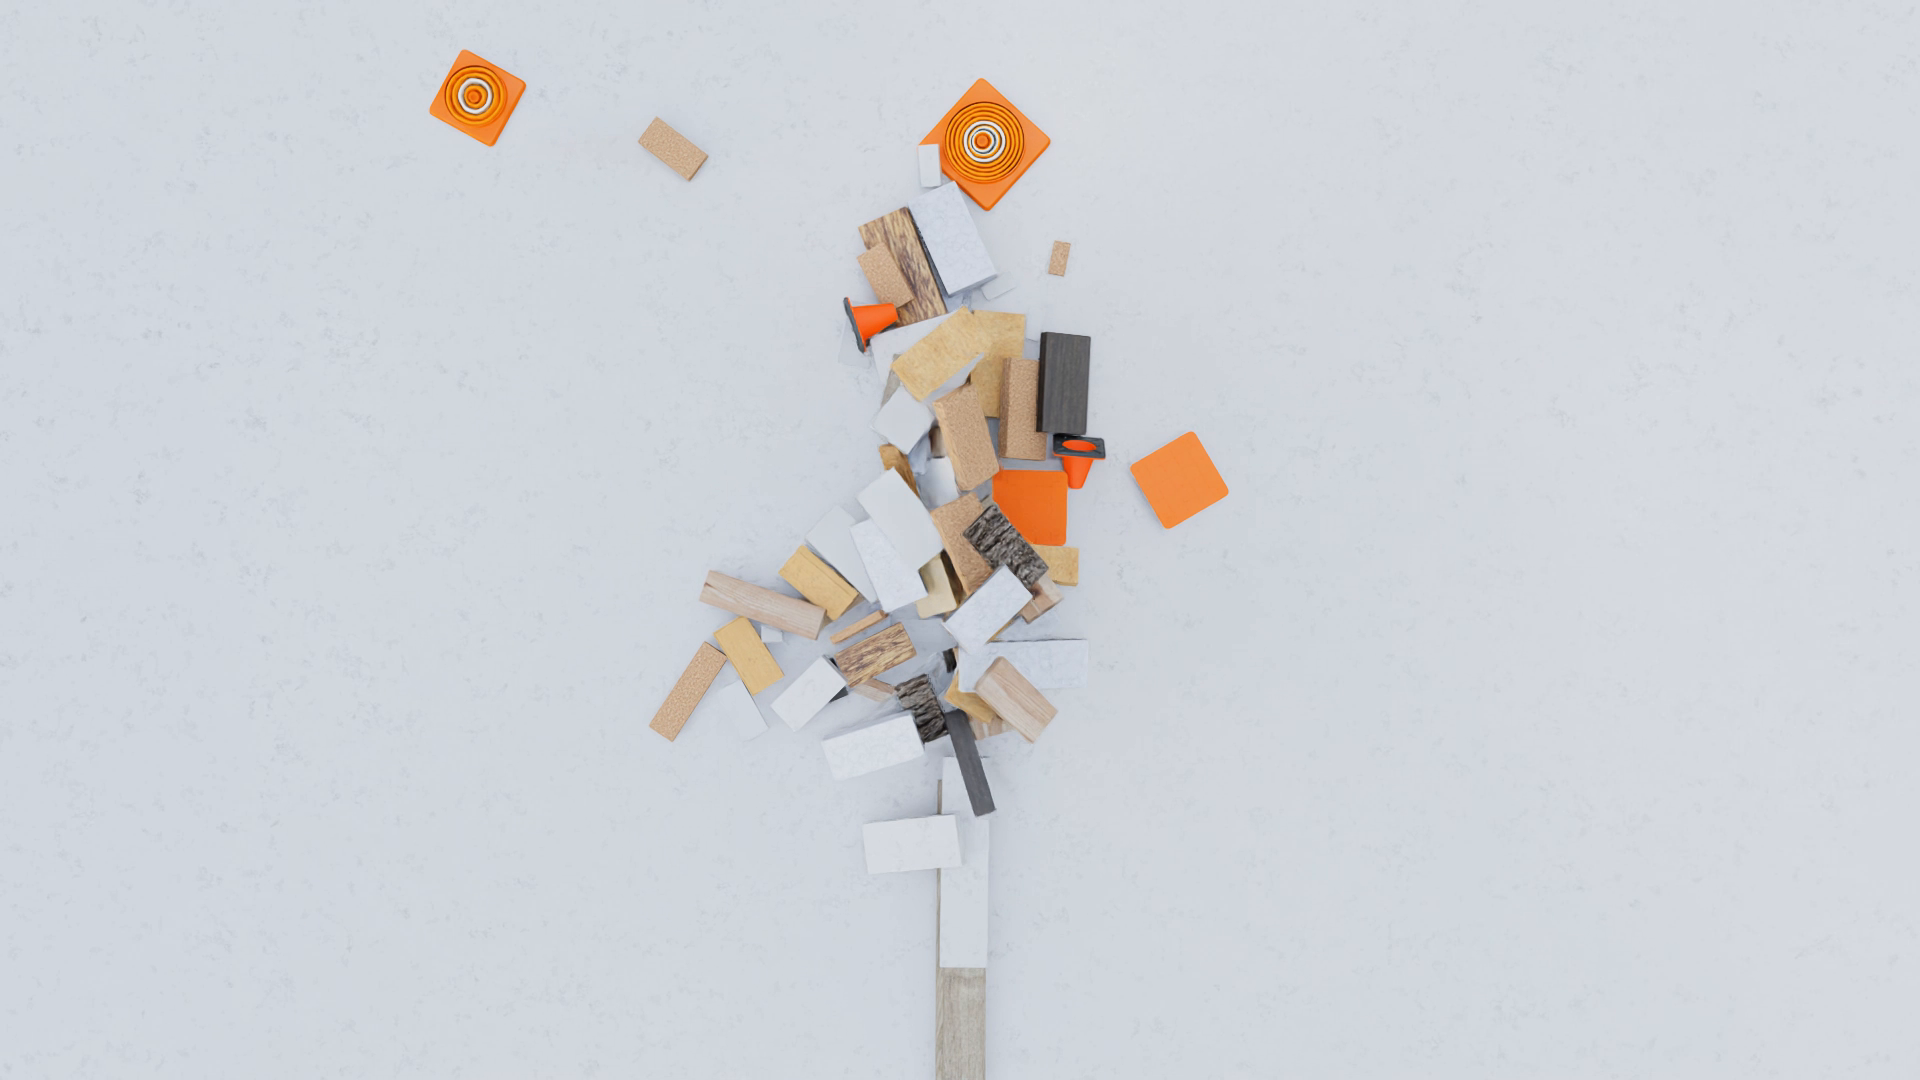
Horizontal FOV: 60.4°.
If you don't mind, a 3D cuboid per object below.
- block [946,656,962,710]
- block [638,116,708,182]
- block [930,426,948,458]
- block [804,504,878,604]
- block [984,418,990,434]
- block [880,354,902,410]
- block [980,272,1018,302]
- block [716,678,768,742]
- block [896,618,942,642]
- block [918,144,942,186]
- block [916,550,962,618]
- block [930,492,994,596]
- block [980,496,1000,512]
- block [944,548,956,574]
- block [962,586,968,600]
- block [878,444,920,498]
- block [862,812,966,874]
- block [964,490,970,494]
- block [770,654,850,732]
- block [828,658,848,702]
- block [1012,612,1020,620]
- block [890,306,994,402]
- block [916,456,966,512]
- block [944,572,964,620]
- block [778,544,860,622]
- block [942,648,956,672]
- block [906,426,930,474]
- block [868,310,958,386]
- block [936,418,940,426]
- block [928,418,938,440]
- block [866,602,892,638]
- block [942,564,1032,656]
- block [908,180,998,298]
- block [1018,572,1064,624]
[{"bbox_3d":[0.072,0.412,5.399,0.155,0.044,0.310,20,81,-19],"label":"block"},{"bbox_3d":[-0.954,-1.300,5.485,0.212,0.030,0.106,37,90,0],"label":"block"},{"bbox_3d":[-0.046,-0.276,5.379,0.093,0.026,0.185,1,104,34],"label":"block"},{"bbox_3d":[-0.349,0.046,5.441,0.310,0.044,0.155,45,82,-3],"label":"block"},{"bbox_3d":[0.060,-0.404,5.479,0.062,0.017,0.123,-8,93,-14],"label":"block"},{"bbox_3d":[-0.194,-0.491,5.373,0.096,0.027,0.219,15,93,26],"label":"block"},{"bbox_3d":[0.129,-0.845,5.492,0.111,0.016,0.055,-27,90,0],"label":"block"},{"bbox_3d":[-0.723,0.567,5.487,0.095,0.027,0.190,-29,90,0],"label":"block"},{"bbox_3d":[-0.137,0.300,5.489,0.158,0.022,0.079,1,90,0],"label":"block"},{"bbox_3d":[-0.098,-1.241,5.464,0.068,0.019,0.135,0,105,19],"label":"block"},{"bbox_3d":[-0.106,0.101,5.419,0.145,0.041,0.290,-17,92,28],"label":"block"},{"bbox_3d":[0.038,0.017,5.297,0.155,0.044,0.310,-25,92,-19],"label":"block"},{"bbox_3d":[0.065,-0.082,5.435,0.131,0.019,0.066,-41,114,-3],"label":"block"},{"bbox_3d":[-0.022,0.106,5.458,0.094,0.027,0.189,-10,108,1],"label":"block"},{"bbox_3d":[0.063,0.239,5.450,0.094,0.027,0.189,-9,107,-12],"label":"block"},{"bbox_3d":[-0.199,-0.221,5.376,0.027,0.096,0.192,-30,109,-38],"label":"block"},{"bbox_3d":[-0.152,0.997,5.417,0.331,0.047,0.166,-9,87,20],"label":"block"},{"bbox_3d":[-0.019,-0.164,5.442,0.093,0.026,0.185,0,109,26],"label":"block"},{"bbox_3d":[-0.497,0.507,5.454,0.248,0.035,0.124,-44,90,13],"label":"block"},{"bbox_3d":[-0.428,0.466,5.490,0.068,0.019,0.135,-23,90,0],"label":"block"},{"bbox_3d":[0.225,0.252,5.485,0.109,0.031,0.219,26,90,0],"label":"block"},{"bbox_3d":[-0.058,-0.595,5.274,0.304,0.043,0.152,-39,96,-9],"label":"block"},{"bbox_3d":[-0.050,-0.126,5.384,0.145,0.041,0.290,-6,100,35],"label":"block"},{"bbox_3d":[0.008,0.202,5.454,0.095,0.027,0.189,8,103,-17],"label":"block"},{"bbox_3d":[-0.467,0.141,5.447,0.248,0.035,0.124,40,90,0],"label":"block"},{"bbox_3d":[0.018,0.383,5.465,0.142,0.020,0.071,-16,93,-19],"label":"block"},{"bbox_3d":[-0.148,-0.315,5.372,0.027,0.096,0.192,6,92,-45],"label":"block"},{"bbox_3d":[-0.120,-0.632,5.415,0.327,0.046,0.163,-15,91,12],"label":"block"},{"bbox_3d":[-0.044,-0.435,5.408,0.081,0.023,0.161,-10,90,0],"label":"block"},{"bbox_3d":[-0.072,-0.402,5.456,0.081,0.023,0.161,23,110,0],"label":"block"},{"bbox_3d":[-0.271,0.288,5.489,0.079,0.022,0.158,6,90,0],"label":"block"},{"bbox_3d":[0.087,0.220,5.206,0.273,0.039,0.136,-43,98,-16],"label":"block"},{"bbox_3d":[-0.026,-0.993,5.452,0.173,0.049,0.347,-24,82,0],"label":"block"},{"bbox_3d":[0.177,0.093,5.379,0.145,0.041,0.351,-34,73,-7],"label":"block"}]
